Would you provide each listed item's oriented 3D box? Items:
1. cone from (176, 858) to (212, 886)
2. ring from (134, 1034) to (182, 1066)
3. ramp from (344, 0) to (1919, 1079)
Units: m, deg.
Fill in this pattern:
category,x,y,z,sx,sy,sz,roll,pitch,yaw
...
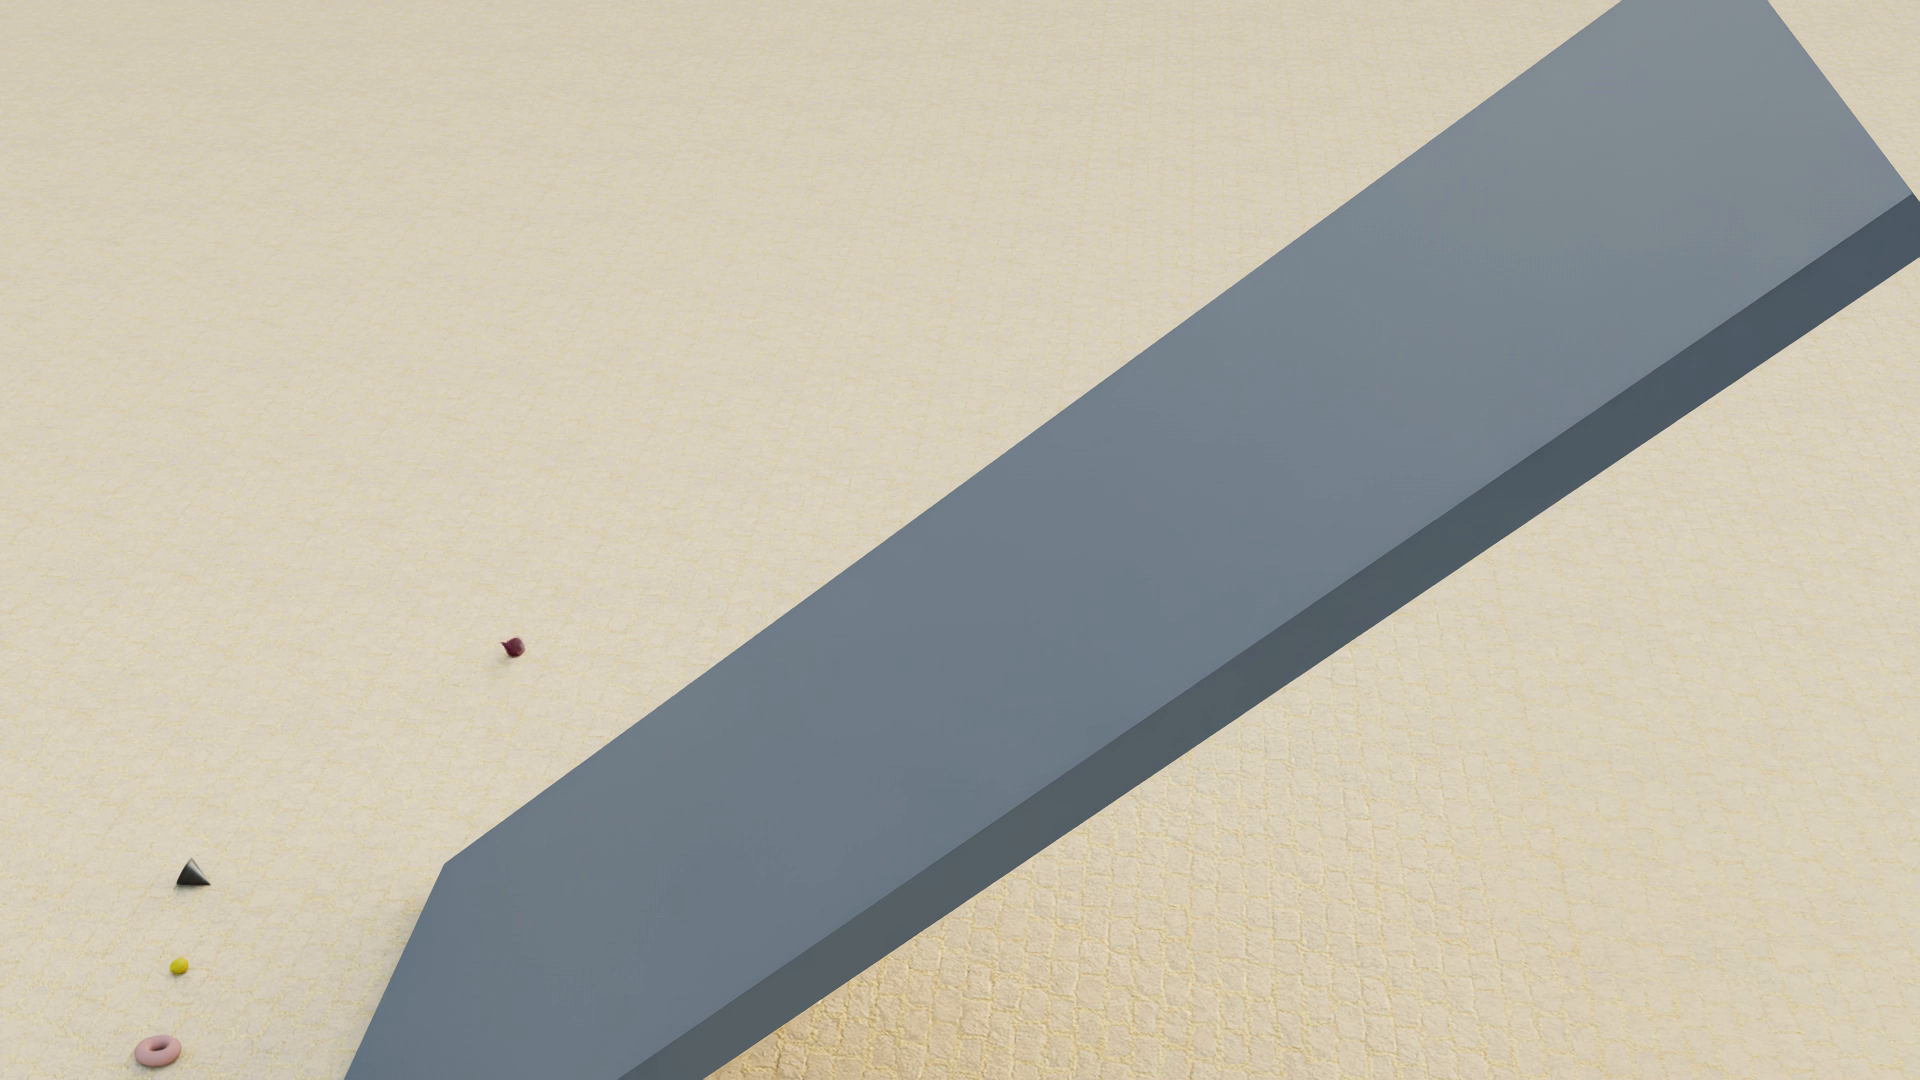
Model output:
category,x,y,z,sx,sy,sz,roll,pitch,yaw
cone,-2.048,0.908,7.903,0.082,0.082,0.082,28,26,-2
ring,-1.949,1.241,7.148,0.112,0.037,0.112,-1,23,0
ramp,0.120,0.185,6.341,4.000,0.100,2.000,-36,16,18
